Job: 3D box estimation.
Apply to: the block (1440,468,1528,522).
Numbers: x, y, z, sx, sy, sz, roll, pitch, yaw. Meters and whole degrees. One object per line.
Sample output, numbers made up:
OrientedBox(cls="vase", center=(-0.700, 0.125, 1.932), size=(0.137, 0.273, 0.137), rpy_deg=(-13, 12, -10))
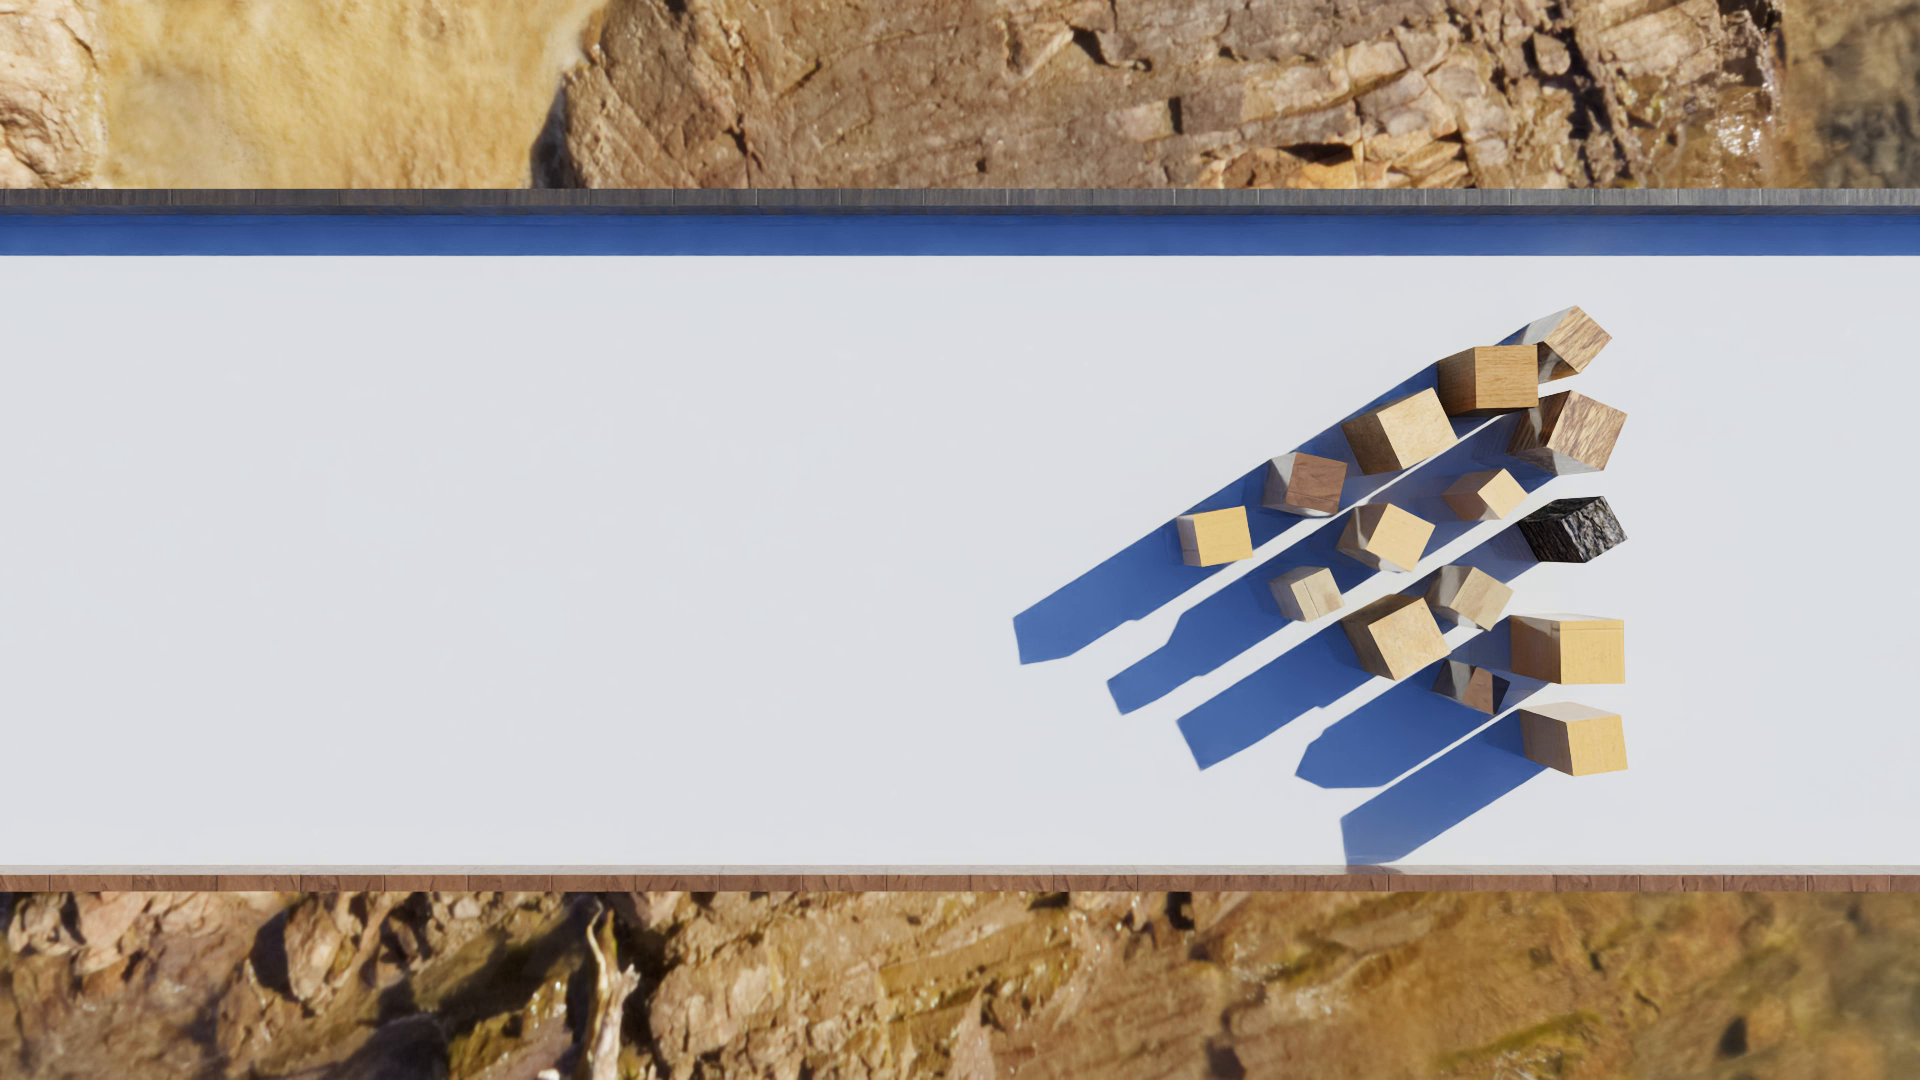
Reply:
OrientedBox(cls="block", center=(1.551, -0.132, 4.894), size=(0.104, 0.366, 0.104), rpy_deg=(-42, 90, 0))

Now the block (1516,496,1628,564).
OrientedBox(cls="block", center=(1.807, -0.029, 4.887), size=(0.141, 0.379, 0.141), rpy_deg=(-30, 90, 0))

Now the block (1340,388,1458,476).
OrientedBox(cls="block", center=(1.286, -0.314, 4.854), size=(0.174, 0.445, 0.174), rpy_deg=(-26, 90, 0))

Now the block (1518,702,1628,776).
OrientedBox(cls="block", center=(1.807, 0.583, 4.876), size=(0.156, 0.402, 0.156), rpy_deg=(-8, 90, 0))

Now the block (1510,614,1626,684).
OrientedBox(cls="block", center=(1.785, 0.317, 4.865), size=(0.180, 0.423, 0.180), rpy_deg=(-1, 90, 0))

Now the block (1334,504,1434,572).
OrientedBox(cls="block", center=(1.251, -0.007, 4.880), size=(0.148, 0.392, 0.148), rpy_deg=(26, 90, 0))

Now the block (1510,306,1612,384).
OrientedBox(cls="block", center=(1.764, -0.573, 4.891), size=(0.140, 0.370, 0.140), rpy_deg=(42, 90, 0))

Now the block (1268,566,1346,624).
OrientedBox(cls="block", center=(1.023, 0.158, 4.895), size=(0.120, 0.363, 0.120), rpy_deg=(-25, 90, 0))

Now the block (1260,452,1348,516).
OrientedBox(cls="block", center=(1.014, -0.162, 4.885), size=(0.150, 0.382, 0.150), rpy_deg=(13, 90, 0))

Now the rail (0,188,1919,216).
OrientedBox(cls="rail", center=(-2.247, -1.025, 5.002), size=(12.000, 0.150, 0.050), rpy_deg=(0, 90, 0))

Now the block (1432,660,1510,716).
OrientedBox(cls="block", center=(1.521, 0.438, 4.922), size=(0.108, 0.308, 0.108), rpy_deg=(25, 90, 0))

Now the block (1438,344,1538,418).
OrientedBox(cls="block", center=(1.559, -0.466, 4.890), size=(0.177, 0.373, 0.177), rpy_deg=(-2, 90, 0))

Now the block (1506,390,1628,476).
OrientedBox(cls="block", center=(1.795, -0.314, 4.897), size=(0.177, 0.359, 0.177), rpy_deg=(23, 90, 0))

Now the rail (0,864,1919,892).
OrientedBox(cls="rail", center=(-2.247, 1.025, 5.001), size=(12.000, 0.150, 0.050), rpy_deg=(0, 90, 0))

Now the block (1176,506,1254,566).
OrientedBox(cls="block", center=(0.751, -0.011, 4.893), size=(0.150, 0.368, 0.150), rpy_deg=(-10, 90, 0))

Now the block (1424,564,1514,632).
OrientedBox(cls="block", center=(1.510, 0.170, 4.923), size=(0.137, 0.306, 0.137), rpy_deg=(31, 90, 0))

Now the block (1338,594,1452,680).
OrientedBox(cls="block", center=(1.283, 0.284, 4.893), size=(0.178, 0.368, 0.178), rpy_deg=(-27, 90, 0))
